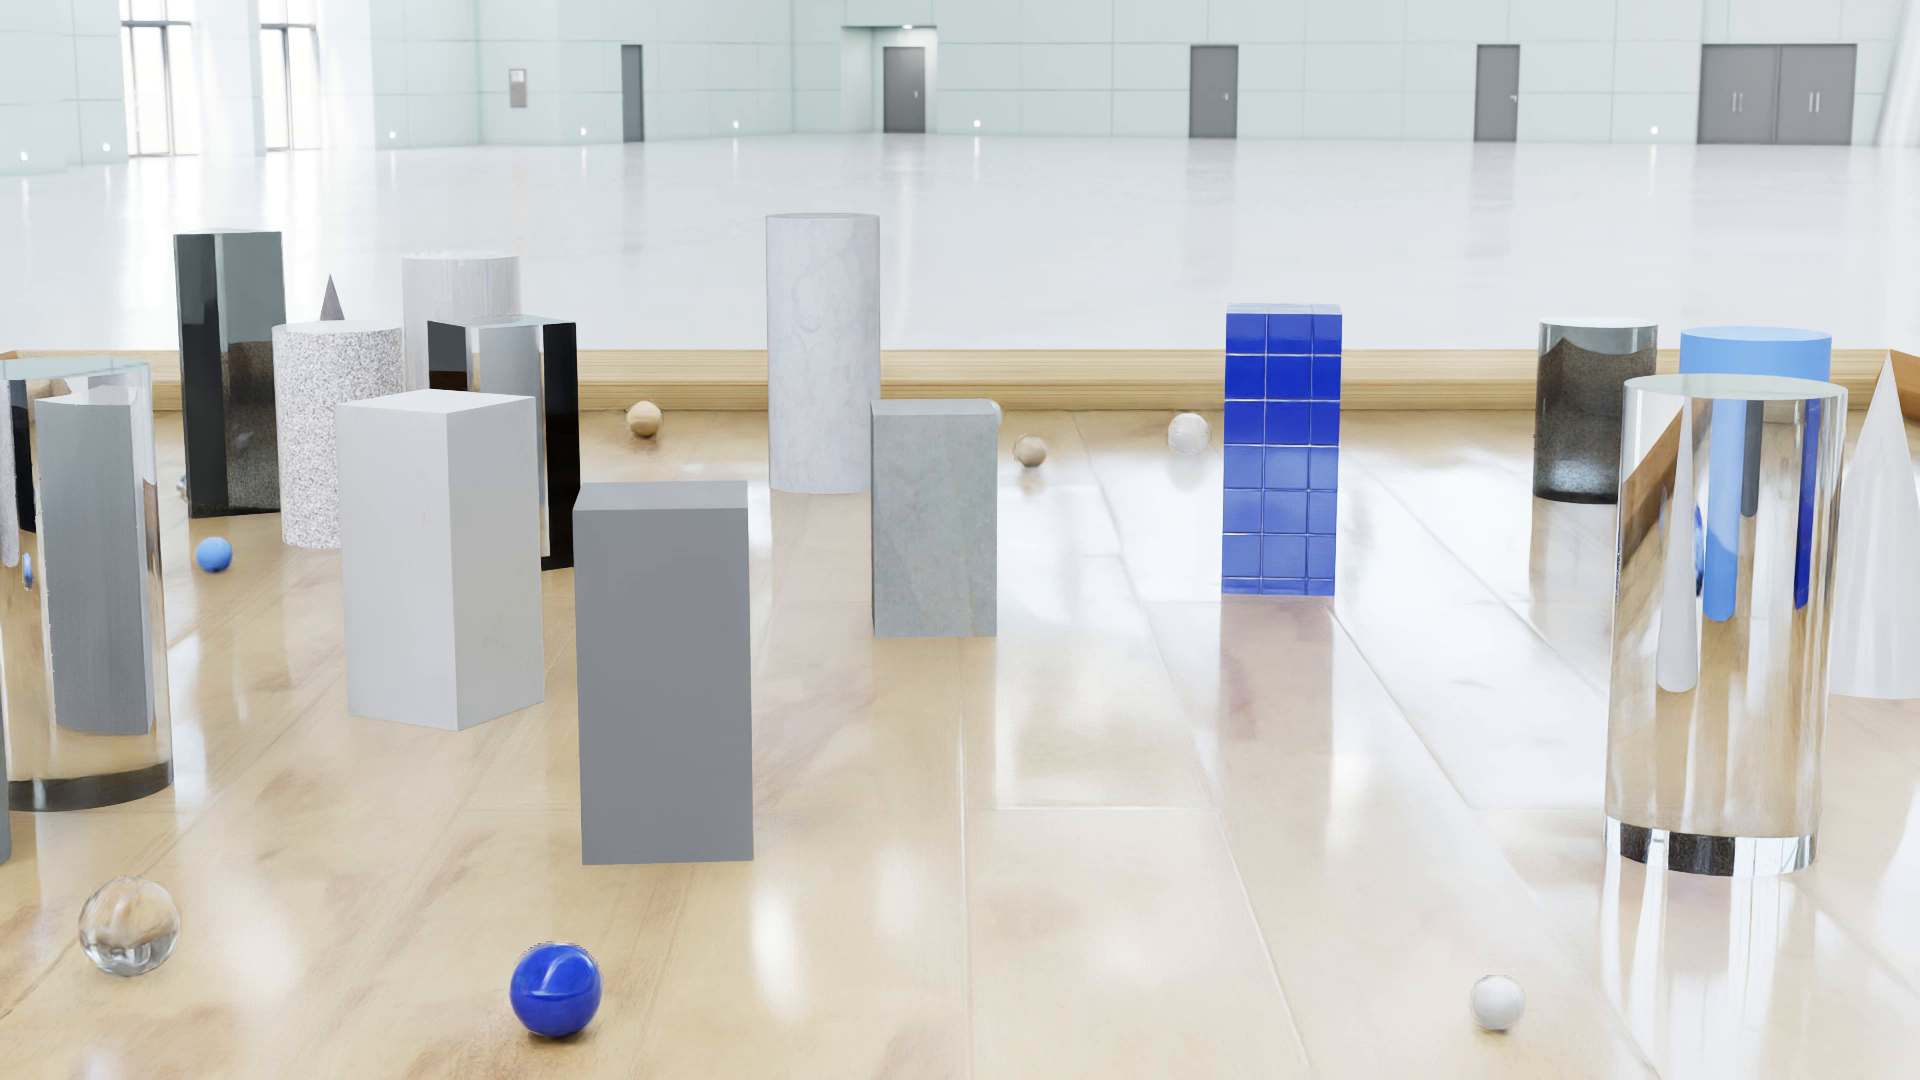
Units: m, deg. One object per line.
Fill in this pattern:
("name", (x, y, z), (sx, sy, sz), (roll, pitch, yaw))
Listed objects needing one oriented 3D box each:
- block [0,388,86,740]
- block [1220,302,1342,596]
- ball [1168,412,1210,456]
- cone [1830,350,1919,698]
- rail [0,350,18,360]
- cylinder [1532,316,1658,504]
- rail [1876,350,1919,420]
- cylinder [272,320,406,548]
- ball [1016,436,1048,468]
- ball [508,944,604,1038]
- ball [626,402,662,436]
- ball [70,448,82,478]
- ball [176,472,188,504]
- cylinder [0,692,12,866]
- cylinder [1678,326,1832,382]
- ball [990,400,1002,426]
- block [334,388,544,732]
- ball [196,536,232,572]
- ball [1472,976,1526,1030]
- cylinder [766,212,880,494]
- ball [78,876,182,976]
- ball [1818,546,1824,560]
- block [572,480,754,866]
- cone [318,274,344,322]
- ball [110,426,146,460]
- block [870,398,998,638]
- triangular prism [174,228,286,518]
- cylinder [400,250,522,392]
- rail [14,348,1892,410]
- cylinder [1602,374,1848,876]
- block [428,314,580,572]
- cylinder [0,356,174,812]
("block", (-1.100, 0.023, 2.859), (0.157, 0.365, 0.157), (3, 11, 14))
("block", (0.451, -0.130, 3.612), (0.157, 0.391, 0.157), (1, 11, 6))
("ball", (0.432, -0.201, 4.846), (0.080, 0.080, 0.080), (0, 10, 0))
("cone", (1.090, -0.029, 3.046), (0.197, 0.398, 0.197), (0, 10, 0))
("rail", (-1.977, 0.035, 3.438), (0.045, 0.128, 4.128), (0, 10, 0))
("cylinder", (1.082, -0.223, 4.373), (0.197, 0.297, 0.197), (0, 10, 0))
("rail", (1.977, 0.031, 3.460), (0.045, 0.128, 4.128), (0, 10, 0))
("cylinder", (-0.958, -0.167, 3.980), (0.197, 0.329, 0.197), (0, 10, 0))
("ball", (0.131, -0.162, 4.693), (0.060, 0.060, 0.060), (0, 10, 0))
("ball", (-0.306, 0.342, 1.945), (0.071, 0.071, 0.071), (0, 10, 0))
("ball", (-0.625, -0.239, 5.083), (0.070, 0.070, 0.070), (0, 10, 0))
("ball", (-1.592, -0.136, 4.555), (0.060, 0.060, 0.060), (0, 10, 0))
("ball", (-1.276, -0.087, 4.273), (0.055, 0.055, 0.055), (0, 10, 0))
("cylinder", (-0.981, 0.116, 2.339), (0.197, 0.370, 0.197), (0, 10, 0))
("cylinder", (1.081, -0.100, 3.518), (0.197, 0.367, 0.197), (0, 10, 0))
("ball", (0.054, -0.250, 5.158), (0.063, 0.063, 0.063), (0, 10, 0))
("block", (-0.588, 0.018, 2.911), (0.157, 0.355, 0.157), (6, 12, 28))
("ball", (-1.083, 0.021, 3.727), (0.052, 0.052, 0.052), (0, 10, 0))
("ball", (0.411, 0.354, 1.961), (0.040, 0.040, 0.040), (0, 10, 0))
("cylinder", (-0.237, -0.328, 4.466), (0.197, 0.469, 0.197), (0, 10, 0))
("ball", (-0.672, 0.313, 2.075), (0.080, 0.080, 0.080), (0, 10, 0))
("ball", (1.225, 0.033, 3.507), (0.098, 0.098, 0.098), (0, 10, 0))
("block", (-0.276, 0.121, 2.418), (0.157, 0.332, 0.157), (-1, 11, -5))
("cone", (-1.092, -0.282, 4.482), (0.197, 0.373, 0.197), (0, 10, 0))
("ball", (-1.551, -0.180, 4.779), (0.063, 0.063, 0.063), (0, 10, 0))
("block", (-0.036, -0.031, 3.357), (0.157, 0.289, 0.157), (-1, 11, -3))
("triangular prism", (-1.208, -0.280, 4.231), (0.170, 0.460, 0.148), (-5, 12, -25))
("cylinder", (-0.832, -0.271, 4.312), (0.197, 0.414, 0.197), (0, 10, 0))
("rail", (-0.012, -0.339, 5.455), (4.001, 0.128, 0.045), (0, 10, 0))
("cylinder", (0.709, 0.074, 2.388), (0.197, 0.436, 0.197), (0, 10, 0))
("block", (-0.666, -0.141, 3.759), (0.157, 0.359, 0.157), (-8, 13, -38))
("cylinder", (-0.908, 0.040, 2.591), (0.197, 0.429, 0.197), (0, 10, 0))
